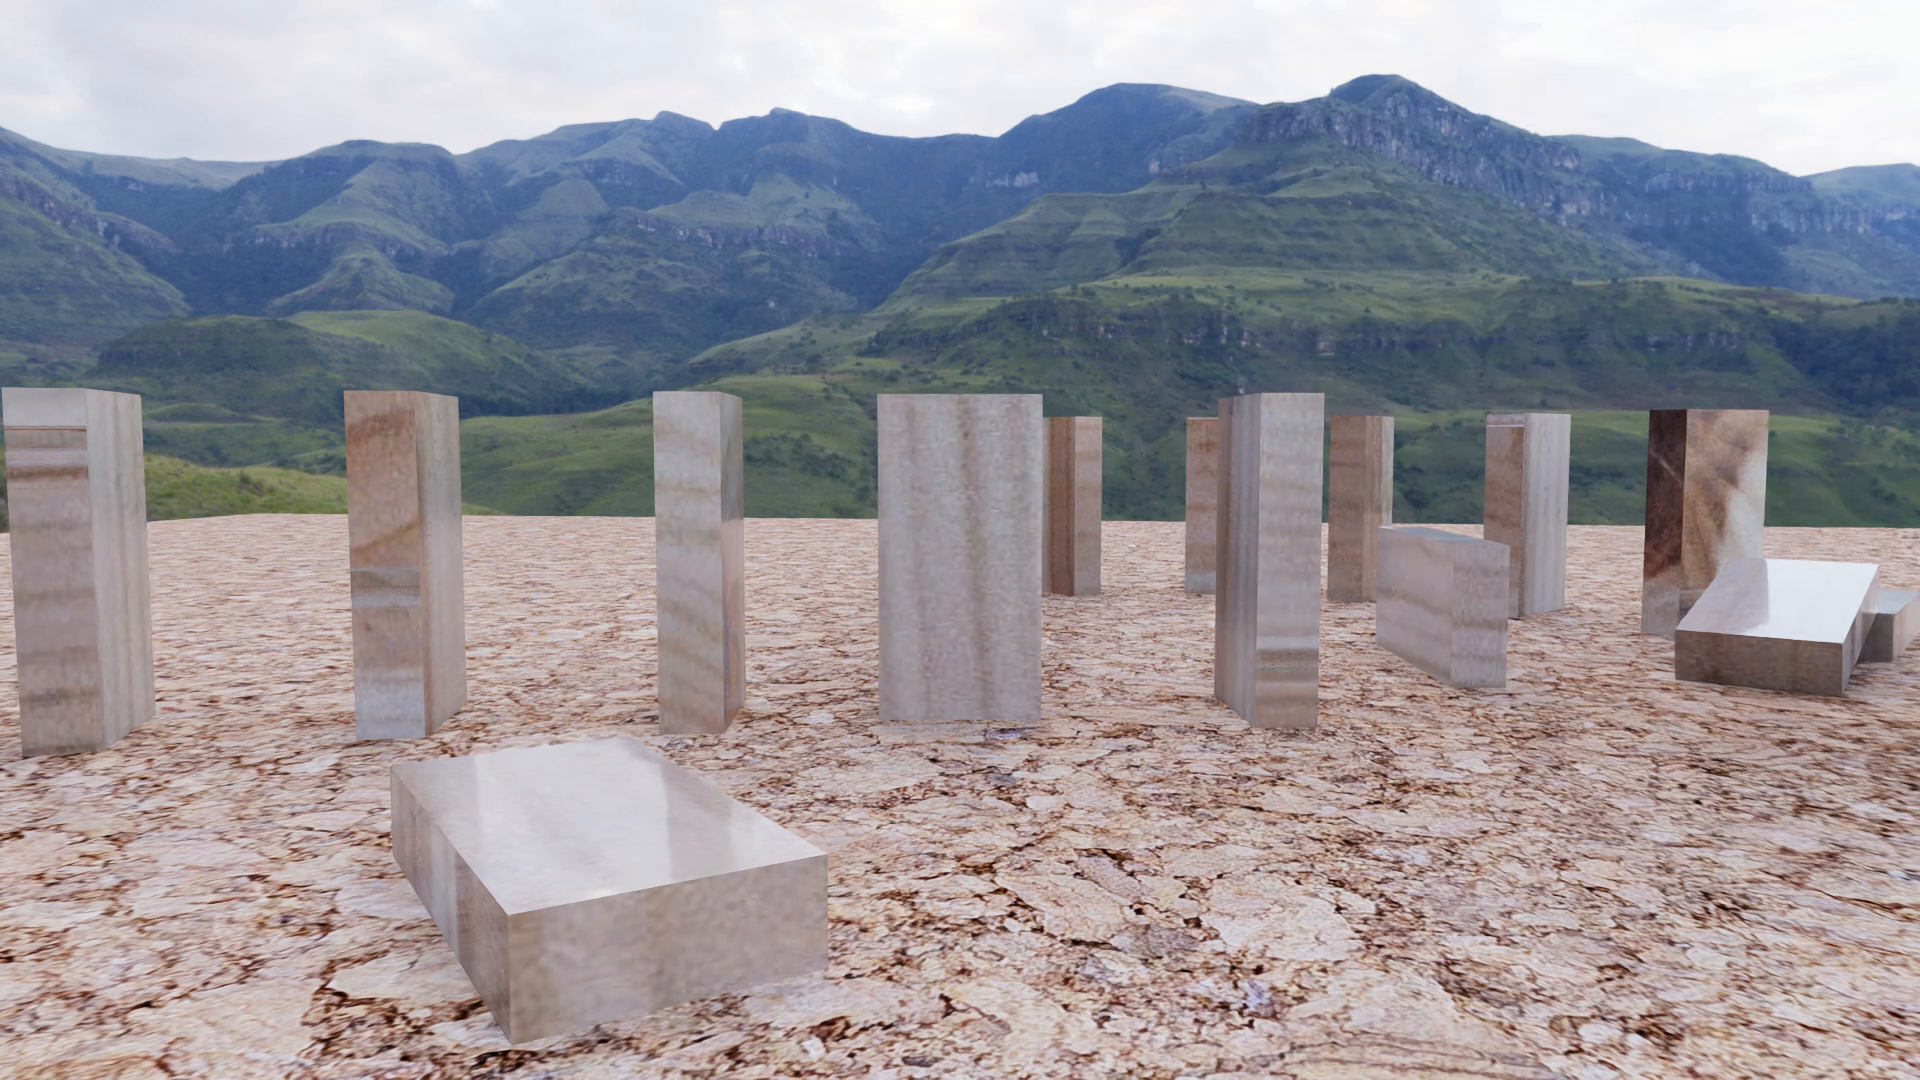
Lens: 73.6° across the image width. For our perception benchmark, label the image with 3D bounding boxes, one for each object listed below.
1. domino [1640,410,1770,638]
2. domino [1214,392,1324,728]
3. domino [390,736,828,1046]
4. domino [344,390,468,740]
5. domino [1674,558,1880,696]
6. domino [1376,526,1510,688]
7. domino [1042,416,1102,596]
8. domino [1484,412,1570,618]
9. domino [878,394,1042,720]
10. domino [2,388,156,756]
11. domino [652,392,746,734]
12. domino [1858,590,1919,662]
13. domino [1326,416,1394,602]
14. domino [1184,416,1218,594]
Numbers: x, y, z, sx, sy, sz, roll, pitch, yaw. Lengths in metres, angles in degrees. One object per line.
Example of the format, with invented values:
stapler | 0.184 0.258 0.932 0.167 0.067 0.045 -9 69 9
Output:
domino | 0.167 -0.004 0.288 0.025 0.050 0.009 -2 5 -21
domino | 0.048 0.002 0.203 0.009 0.050 0.025 0 4 -3
domino | -0.035 0.029 0.118 0.025 0.009 0.050 -3 5 -33
domino | -0.084 0.003 0.196 0.010 0.050 0.025 -1 4 -8
domino | 0.154 0.015 0.241 0.025 0.010 0.050 4 17 41
domino | 0.092 0.011 0.248 0.009 0.025 0.050 0 4 3
domino | 0.029 -0.010 0.369 0.009 0.050 0.025 -3 5 -33
domino | 0.143 -0.007 0.325 0.025 0.050 0.009 -4 6 -40
domino | 0.000 0.002 0.201 0.025 0.050 0.009 0 4 0
domino | -0.127 0.004 0.186 0.009 0.050 0.025 -1 4 -17
domino | -0.040 0.003 0.199 0.009 0.050 0.025 0 4 -2
domino | 0.189 0.017 0.276 0.025 0.009 0.050 4 6 41
domino | 0.111 -0.009 0.355 0.010 0.050 0.025 3 5 35
domino | 0.072 -0.011 0.374 0.009 0.050 0.025 1 4 14
